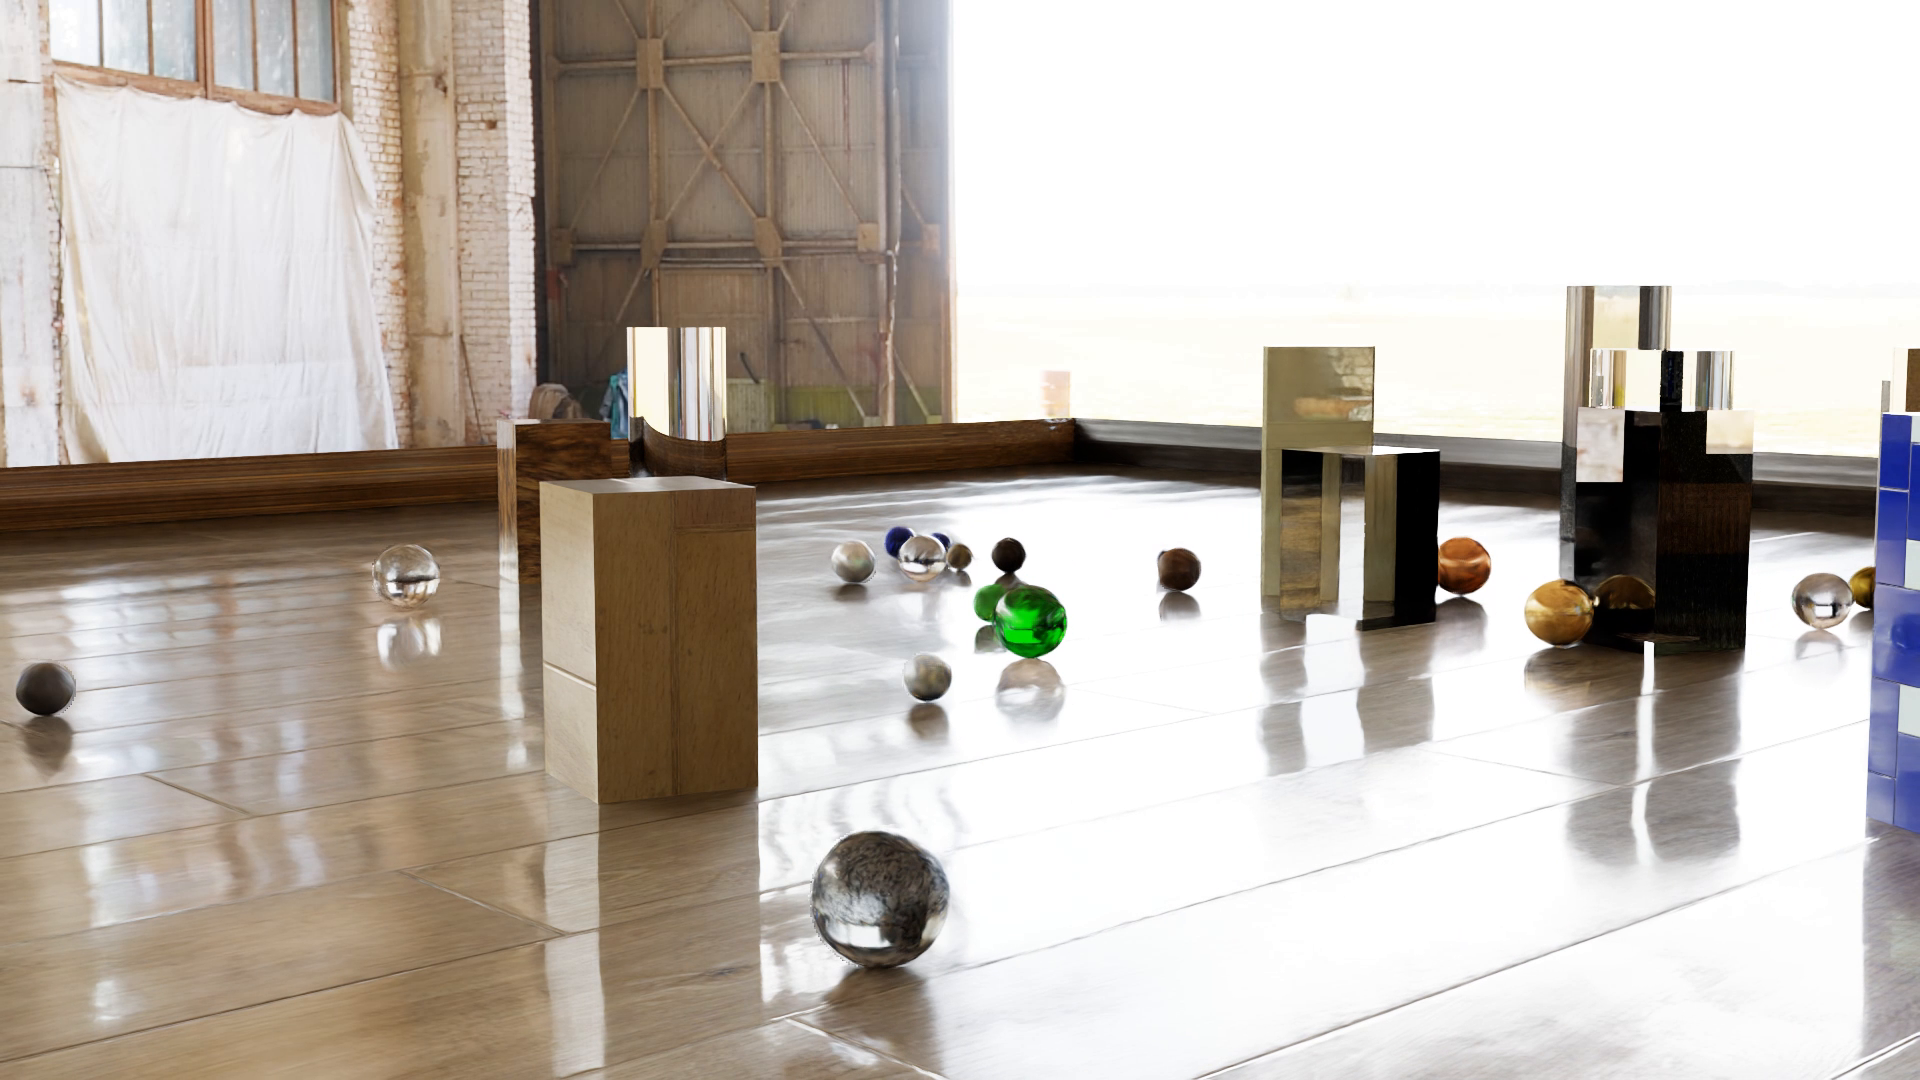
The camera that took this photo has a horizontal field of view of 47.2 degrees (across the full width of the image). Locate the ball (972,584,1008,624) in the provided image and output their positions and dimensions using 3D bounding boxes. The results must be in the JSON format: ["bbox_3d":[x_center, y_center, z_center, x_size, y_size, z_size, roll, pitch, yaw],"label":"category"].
[{"bbox_3d":[0.046,0.091,3.131,0.057,0.057,0.057,0,6,0],"label":"ball"}]

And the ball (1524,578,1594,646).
[{"bbox_3d":[0.795,0.096,2.919,0.090,0.090,0.090,0,6,0],"label":"ball"}]

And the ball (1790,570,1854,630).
[{"bbox_3d":[1.205,0.084,3.075,0.082,0.082,0.082,0,6,0],"label":"ball"}]

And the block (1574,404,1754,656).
[{"bbox_3d":[0.933,-0.018,2.925,0.157,0.315,0.157,-3,7,-24],"label":"block"}]

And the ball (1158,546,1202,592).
[{"bbox_3d":[0.350,0.046,3.492,0.072,0.072,0.072,0,6,0],"label":"ball"}]

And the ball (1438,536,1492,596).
[{"bbox_3d":[0.782,0.040,3.432,0.095,0.095,0.095,0,6,0],"label":"ball"}]

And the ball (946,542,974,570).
[{"bbox_3d":[0.000,0.028,3.775,0.047,0.047,0.047,0,6,0],"label":"ball"}]

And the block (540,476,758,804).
[{"bbox_3d":[-0.295,0.088,2.081,0.157,0.282,0.157,-3,7,-28],"label":"block"}]

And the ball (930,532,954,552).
[{"bbox_3d":[-0.038,0.013,3.892,0.054,0.054,0.054,0,6,0],"label":"ball"}]

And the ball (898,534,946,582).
[{"bbox_3d":[-0.062,0.030,3.607,0.079,0.079,0.079,0,6,0],"label":"ball"}]

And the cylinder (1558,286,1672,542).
[{"bbox_3d":[1.264,-0.243,4.241,0.197,0.491,0.197,0,6,0],"label":"cylinder"}]

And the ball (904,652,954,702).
[{"bbox_3d":[-0.036,0.156,2.506,0.056,0.056,0.056,0,6,0],"label":"ball"}]

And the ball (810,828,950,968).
[{"bbox_3d":[-0.054,0.243,1.494,0.095,0.095,0.095,0,6,0],"label":"ball"}]

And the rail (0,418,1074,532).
[{"bbox_3d":[-1.420,-0.127,4.862,4.822,0.128,0.045,-5,8,-42],"label":"rail"}]

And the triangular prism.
[{"bbox_3d":[0.559,-0.115,3.501,0.170,0.389,0.147,0,6,1],"label":"triangular prism"}]

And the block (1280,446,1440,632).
[{"bbox_3d":[0.572,-0.006,3.153,0.157,0.246,0.157,-5,8,-38],"label":"block"}]

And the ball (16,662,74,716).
[{"bbox_3d":[-1.009,0.163,2.423,0.060,0.060,0.060,0,6,0],"label":"ball"}]

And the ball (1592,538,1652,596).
[{"bbox_3d":[1.037,0.042,3.445,0.089,0.089,0.089,0,6,0],"label":"ball"}]

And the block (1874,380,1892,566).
[{"bbox_3d":[1.588,-0.089,3.528,0.157,0.333,0.157,-4,7,-36],"label":"block"}]

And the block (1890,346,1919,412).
[{"bbox_3d":[1.483,-0.093,3.291,0.157,0.389,0.157,2,6,15],"label":"block"}]

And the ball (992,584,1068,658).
[{"bbox_3d":[0.090,0.104,2.816,0.096,0.096,0.096,0,6,0],"label":"ball"}]

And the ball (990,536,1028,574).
[{"bbox_3d":[0.083,0.025,3.733,0.062,0.062,0.062,0,6,0],"label":"ball"}]

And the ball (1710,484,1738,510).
[{"bbox_3d":[1.715,-0.099,4.936,0.058,0.058,0.058,0,6,0],"label":"ball"}]

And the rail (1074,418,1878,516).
[{"bbox_3d":[1.755,-0.135,4.942,0.045,0.128,4.234,-5,8,-42],"label":"rail"}]

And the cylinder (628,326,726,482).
[{"bbox_3d":[-0.571,-0.224,4.446,0.197,0.410,0.197,0,6,0],"label":"cylinder"}]

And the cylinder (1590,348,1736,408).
[{"bbox_3d":[1.000,-0.078,3.150,0.197,0.389,0.197,0,6,0],"label":"cylinder"}]

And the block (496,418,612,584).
[{"bbox_3d":[-0.676,-0.068,3.667,0.157,0.261,0.157,-2,6,-22],"label":"block"}]

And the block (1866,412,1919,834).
[{"bbox_3d":[0.896,0.073,1.869,0.157,0.356,0.157,-2,6,-15],"label":"block"}]

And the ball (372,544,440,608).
[{"bbox_3d":[-0.829,0.054,3.292,0.097,0.097,0.097,0,6,0],"label":"ball"}]

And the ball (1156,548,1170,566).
[{"bbox_3d":[0.353,0.035,3.733,0.042,0.042,0.042,0,6,0],"label":"ball"}]

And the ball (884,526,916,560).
[{"bbox_3d":[-0.107,0.005,3.940,0.061,0.061,0.061,0,6,0],"label":"ball"}]

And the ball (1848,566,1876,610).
[{"bbox_3d":[1.357,0.071,3.274,0.066,0.066,0.066,0,6,0],"label":"ball"}]

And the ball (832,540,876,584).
[{"bbox_3d":[-0.173,0.036,3.591,0.071,0.071,0.071,0,6,0],"label":"ball"}]
